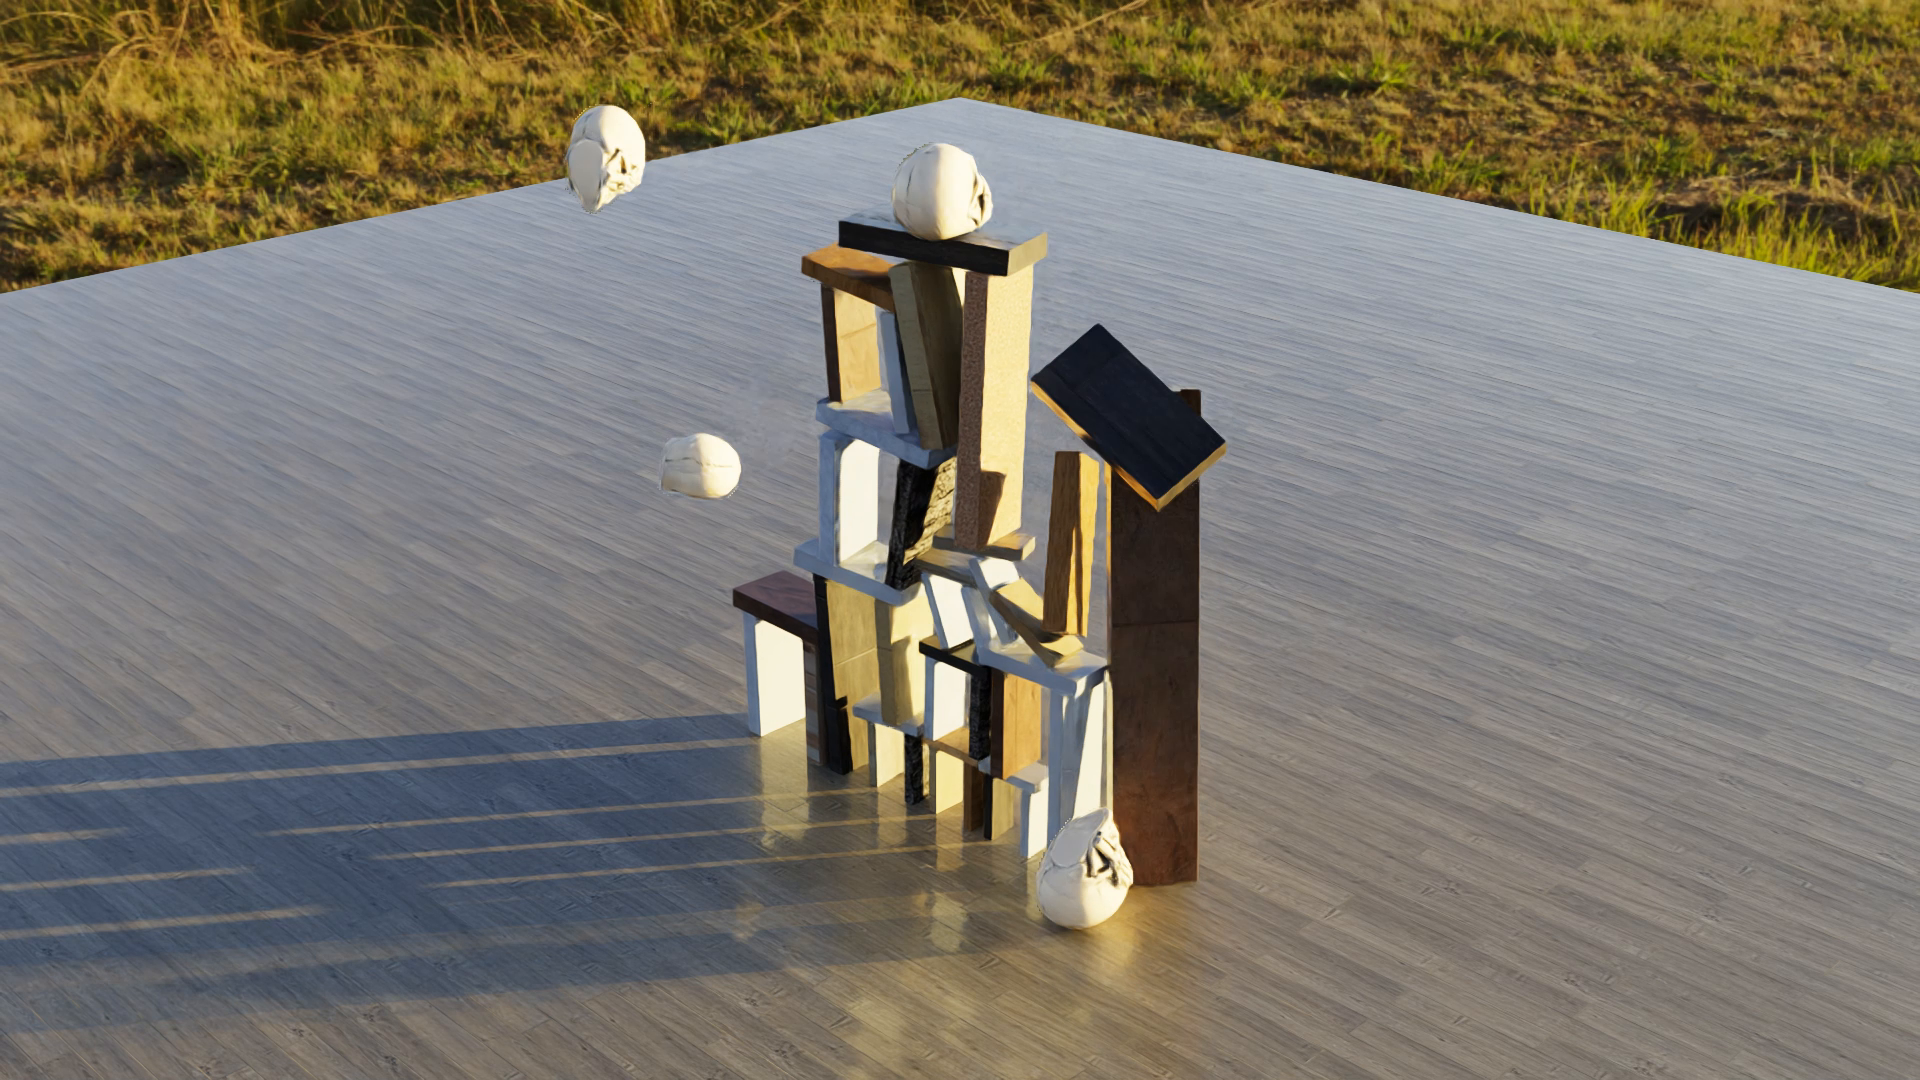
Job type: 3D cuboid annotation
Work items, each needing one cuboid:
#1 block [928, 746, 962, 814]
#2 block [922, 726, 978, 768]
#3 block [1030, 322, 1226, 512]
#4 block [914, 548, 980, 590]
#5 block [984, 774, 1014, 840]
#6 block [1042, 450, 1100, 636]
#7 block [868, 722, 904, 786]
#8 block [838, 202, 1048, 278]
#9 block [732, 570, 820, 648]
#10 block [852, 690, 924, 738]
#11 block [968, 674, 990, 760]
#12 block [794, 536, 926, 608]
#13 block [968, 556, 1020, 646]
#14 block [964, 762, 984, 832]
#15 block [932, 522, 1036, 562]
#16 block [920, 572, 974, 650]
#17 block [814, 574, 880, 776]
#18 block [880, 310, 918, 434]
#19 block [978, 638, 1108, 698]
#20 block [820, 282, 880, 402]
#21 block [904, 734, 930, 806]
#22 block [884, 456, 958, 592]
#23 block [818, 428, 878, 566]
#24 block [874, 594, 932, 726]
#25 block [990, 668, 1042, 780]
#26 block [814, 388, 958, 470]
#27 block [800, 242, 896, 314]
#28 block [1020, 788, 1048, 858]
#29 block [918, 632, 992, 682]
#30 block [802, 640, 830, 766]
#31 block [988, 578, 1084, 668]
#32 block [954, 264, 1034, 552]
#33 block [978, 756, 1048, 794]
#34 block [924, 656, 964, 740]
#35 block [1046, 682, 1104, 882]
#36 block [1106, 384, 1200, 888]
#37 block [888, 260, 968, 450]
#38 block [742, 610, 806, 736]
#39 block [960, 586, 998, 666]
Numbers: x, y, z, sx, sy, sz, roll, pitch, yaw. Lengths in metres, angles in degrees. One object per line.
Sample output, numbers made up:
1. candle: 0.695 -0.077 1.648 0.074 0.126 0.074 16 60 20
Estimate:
1. block: -0.029 0.473 4.456 0.021 0.148 0.074 21 31 41
2. block: 0.005 0.407 4.391 0.149 0.021 0.074 21 30 38
3. block: 0.295 -0.219 3.874 0.164 0.046 0.328 -40 68 -11
4. block: -0.004 0.053 4.248 0.156 0.022 0.078 18 28 33
5. block: 0.078 0.515 4.360 0.021 0.146 0.073 17 28 33
6. block: 0.205 0.009 4.056 0.046 0.328 0.164 3 -5 16
7. block: -0.155 0.420 4.559 0.023 0.164 0.082 17 30 35
8. block: -0.032 -0.555 4.055 0.345 0.049 0.172 13 24 23
9. block: -0.335 0.143 4.643 0.142 0.040 0.284 -21 31 -40
10. block: -0.129 0.353 4.478 0.164 0.023 0.082 15 28 32
11. block: 0.059 0.334 4.308 0.026 0.181 0.090 20 30 38
12. block: -0.185 0.052 4.394 0.268 0.038 0.134 21 31 29
13. block: 0.084 0.105 4.190 0.025 0.177 0.089 -23 -2 43
14. block: 0.041 0.500 4.392 0.021 0.148 0.074 21 30 40
15. block: 0.045 0.004 4.187 0.177 0.025 0.089 9 21 19
16. block: -0.023 0.127 4.300 0.022 0.156 0.078 -8 10 46
17. block: -0.223 0.258 4.561 0.134 0.455 0.038 -23 31 -38
18. block: -0.092 -0.330 4.149 0.033 0.233 0.117 7 25 32
19. block: 0.161 0.230 4.156 0.230 0.033 0.115 18 28 35
20. block: -0.210 -0.393 4.229 0.033 0.233 0.117 13 27 35
21. block: -0.079 0.450 4.490 0.023 0.164 0.082 16 28 34
22. block: -0.073 -0.050 4.260 0.039 0.276 0.138 26 33 30
23. block: -0.220 -0.101 4.333 0.039 0.276 0.138 21 35 29
24. block: -0.109 0.223 4.410 0.038 0.268 0.134 13 27 34
25. block: 0.108 0.336 4.244 0.033 0.230 0.115 18 28 36
26. block: -0.128 -0.221 4.228 0.276 0.039 0.138 25 33 29
27. block: -0.172 -0.494 4.141 0.233 0.033 0.117 25 33 25
28. block: 0.149 0.541 4.298 0.021 0.146 0.073 18 29 34
29. block: 0.016 0.222 4.304 0.181 0.026 0.090 20 30 38
30. block: -0.261 0.321 4.641 0.142 0.284 0.040 -21 30 -41
31. block: 0.143 0.156 4.137 0.177 0.025 0.089 48 41 16
32. block: 0.062 -0.253 4.091 0.049 0.521 0.172 13 22 27
33. block: 0.114 0.451 4.295 0.146 0.021 0.073 19 28 38
34. block: -0.031 0.300 4.382 0.026 0.181 0.090 20 30 37
35. block: 0.218 0.453 4.183 0.033 0.397 0.115 20 29 40
36. block: 0.358 0.190 4.085 0.164 0.960 0.046 -3 16 -7
37. block: -0.032 -0.357 4.099 0.049 0.345 0.172 0 17 37
38. block: -0.396 0.268 4.765 0.142 0.284 0.040 -21 30 -41
39. block: 0.052 0.154 4.237 0.022 0.156 0.078 -8 12 42
